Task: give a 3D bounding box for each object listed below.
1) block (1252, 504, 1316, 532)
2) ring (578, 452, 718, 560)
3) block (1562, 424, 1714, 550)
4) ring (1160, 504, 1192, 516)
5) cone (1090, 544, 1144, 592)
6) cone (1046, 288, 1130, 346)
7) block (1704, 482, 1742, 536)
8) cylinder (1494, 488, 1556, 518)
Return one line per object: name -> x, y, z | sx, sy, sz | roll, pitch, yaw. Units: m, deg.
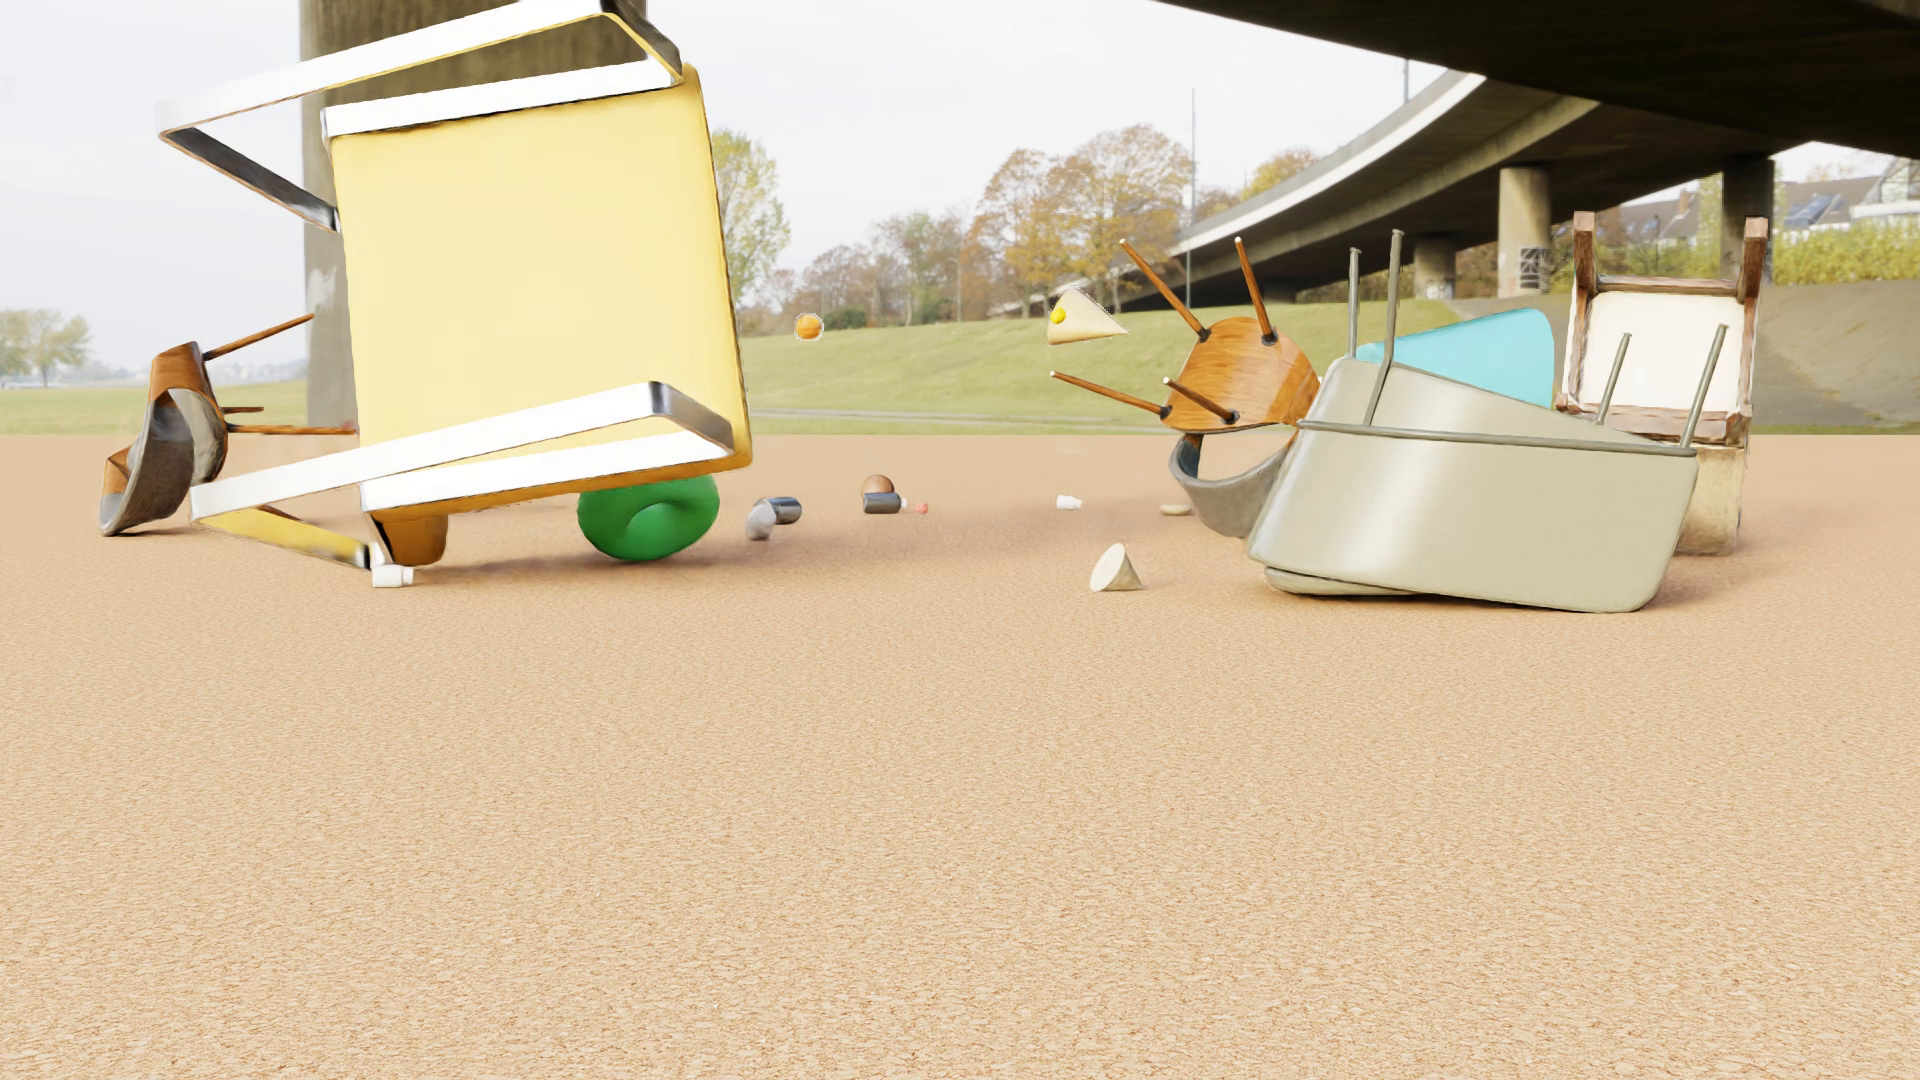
block -> 1.030, -0.071, 6.989 | 0.168, 0.081, 0.122 | -4, 5, -44
ring -> -0.804, -0.087, 5.689 | 0.387, 0.311, 0.156 | -5, 47, -35
block -> 1.927, -0.153, 6.244 | 0.323, 0.270, 0.207 | 5, 37, 39
ring -> 0.771, -0.109, 7.858 | 0.115, 0.038, 0.154 | 0, 4, 8
cone -> 0.369, 0.086, 4.901 | 0.105, 0.122, 0.120 | 31, -17, -20
cone -> 0.393, -0.622, 6.351 | 0.215, 0.140, 0.204 | 17, 55, 26
block -> 2.287, -0.093, 6.644 | 0.100, 0.107, 0.087 | -20, -37, -1
cylinder -> 1.986, -0.132, 7.729 | 0.145, 0.094, 0.201 | 18, 1, -9
